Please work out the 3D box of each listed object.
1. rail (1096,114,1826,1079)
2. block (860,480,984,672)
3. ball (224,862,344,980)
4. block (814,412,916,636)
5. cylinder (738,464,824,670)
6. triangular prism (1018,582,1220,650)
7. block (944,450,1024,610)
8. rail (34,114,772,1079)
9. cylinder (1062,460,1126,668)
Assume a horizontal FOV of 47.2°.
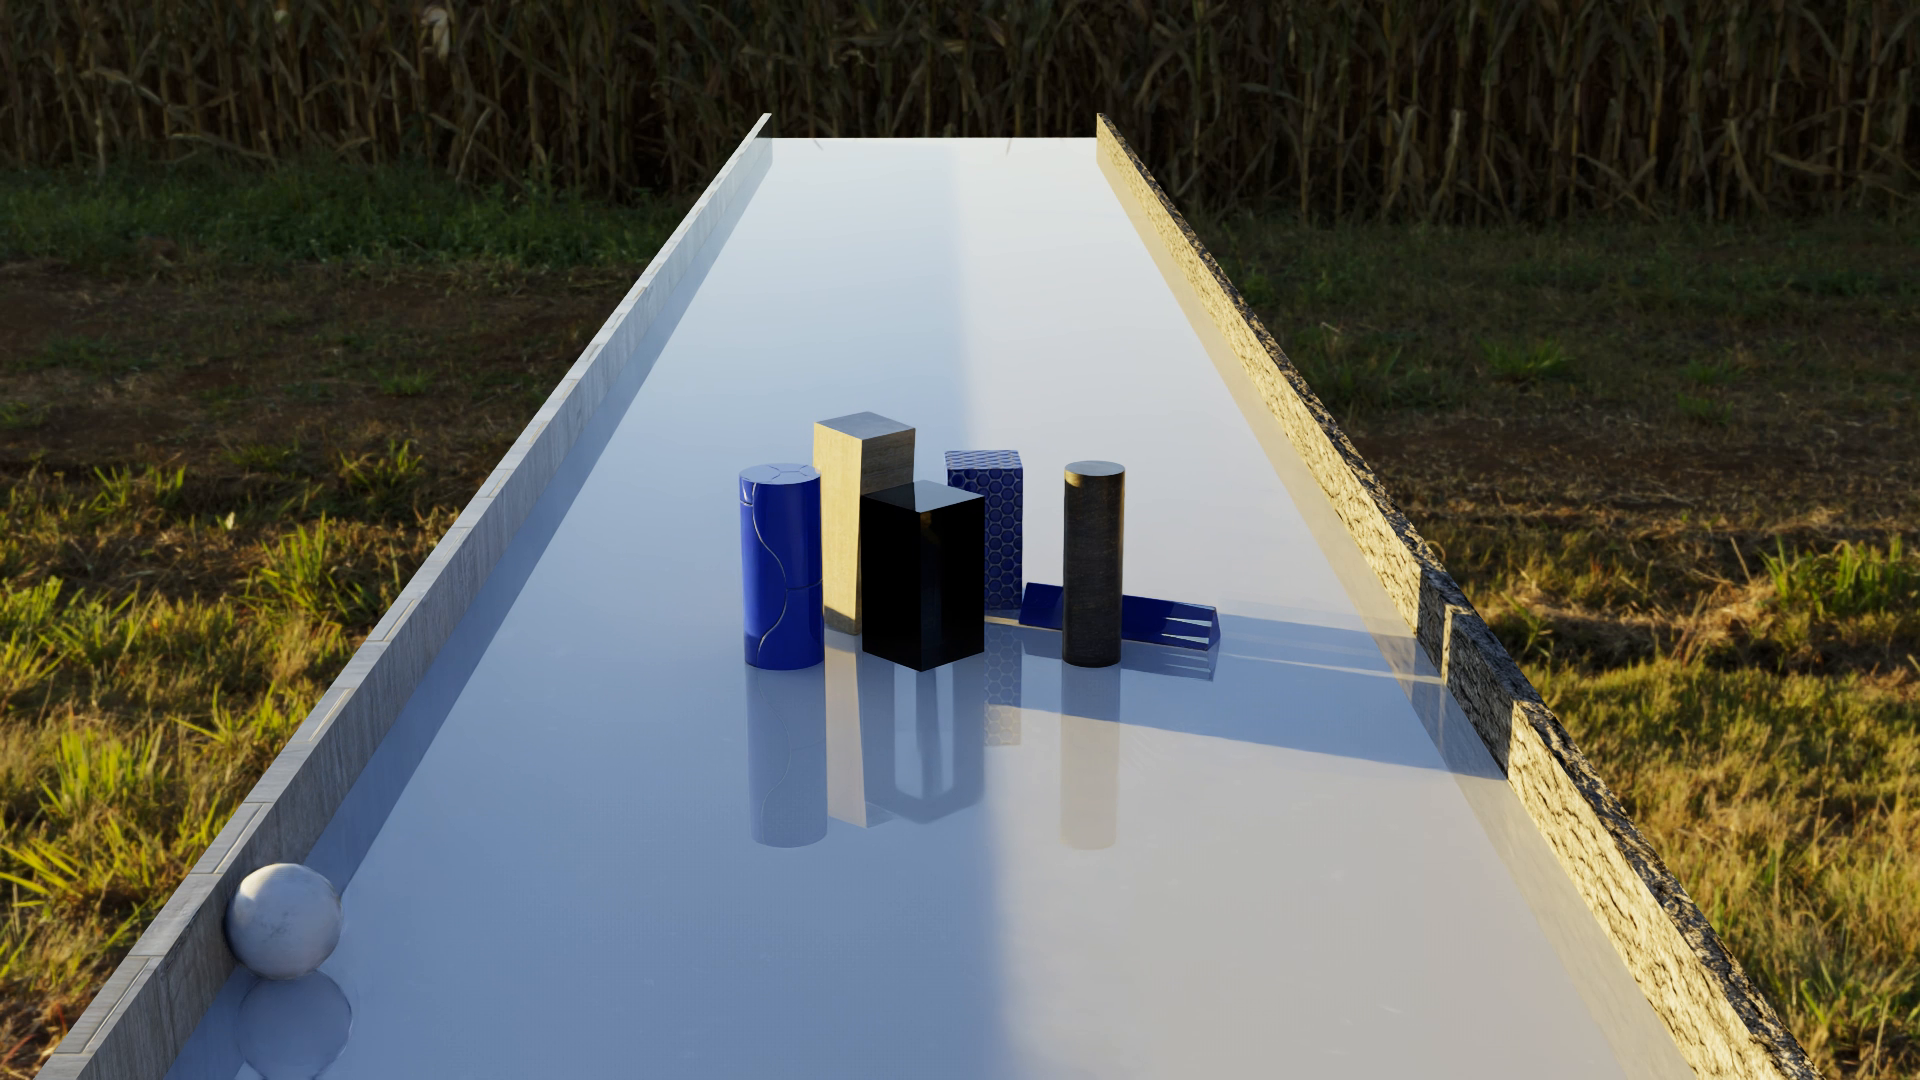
[{"bbox_3d":[0.932,-0.844,7.801,0.050,0.150,12.000,0,17,-1],"label":"rail"},{"bbox_3d":[-0.075,0.069,4.420,0.176,0.328,0.176,-15,22,-42],"label":"block"},{"bbox_3d":[-0.960,0.541,3.121,0.164,0.164,0.164,0,17,0],"label":"ball"},{"bbox_3d":[-0.206,-0.036,4.584,0.147,0.425,0.147,-15,27,-42],"label":"block"},{"bbox_3d":[-0.354,0.052,4.380,0.163,0.382,0.163,0,17,0],"label":"cylinder"},{"bbox_3d":[0.331,0.150,4.575,0.414,0.079,0.091,7,18,23],"label":"triangular prism"},{"bbox_3d":[0.049,-0.022,4.753,0.160,0.313,0.160,-1,17,-3],"label":"block"},{"bbox_3d":[-1.118,-0.838,7.780,0.050,0.150,12.000,0,17,-1],"label":"rail"},{"bbox_3d":[0.265,0.048,4.373,0.119,0.395,0.119,0,17,0],"label":"cylinder"}]
